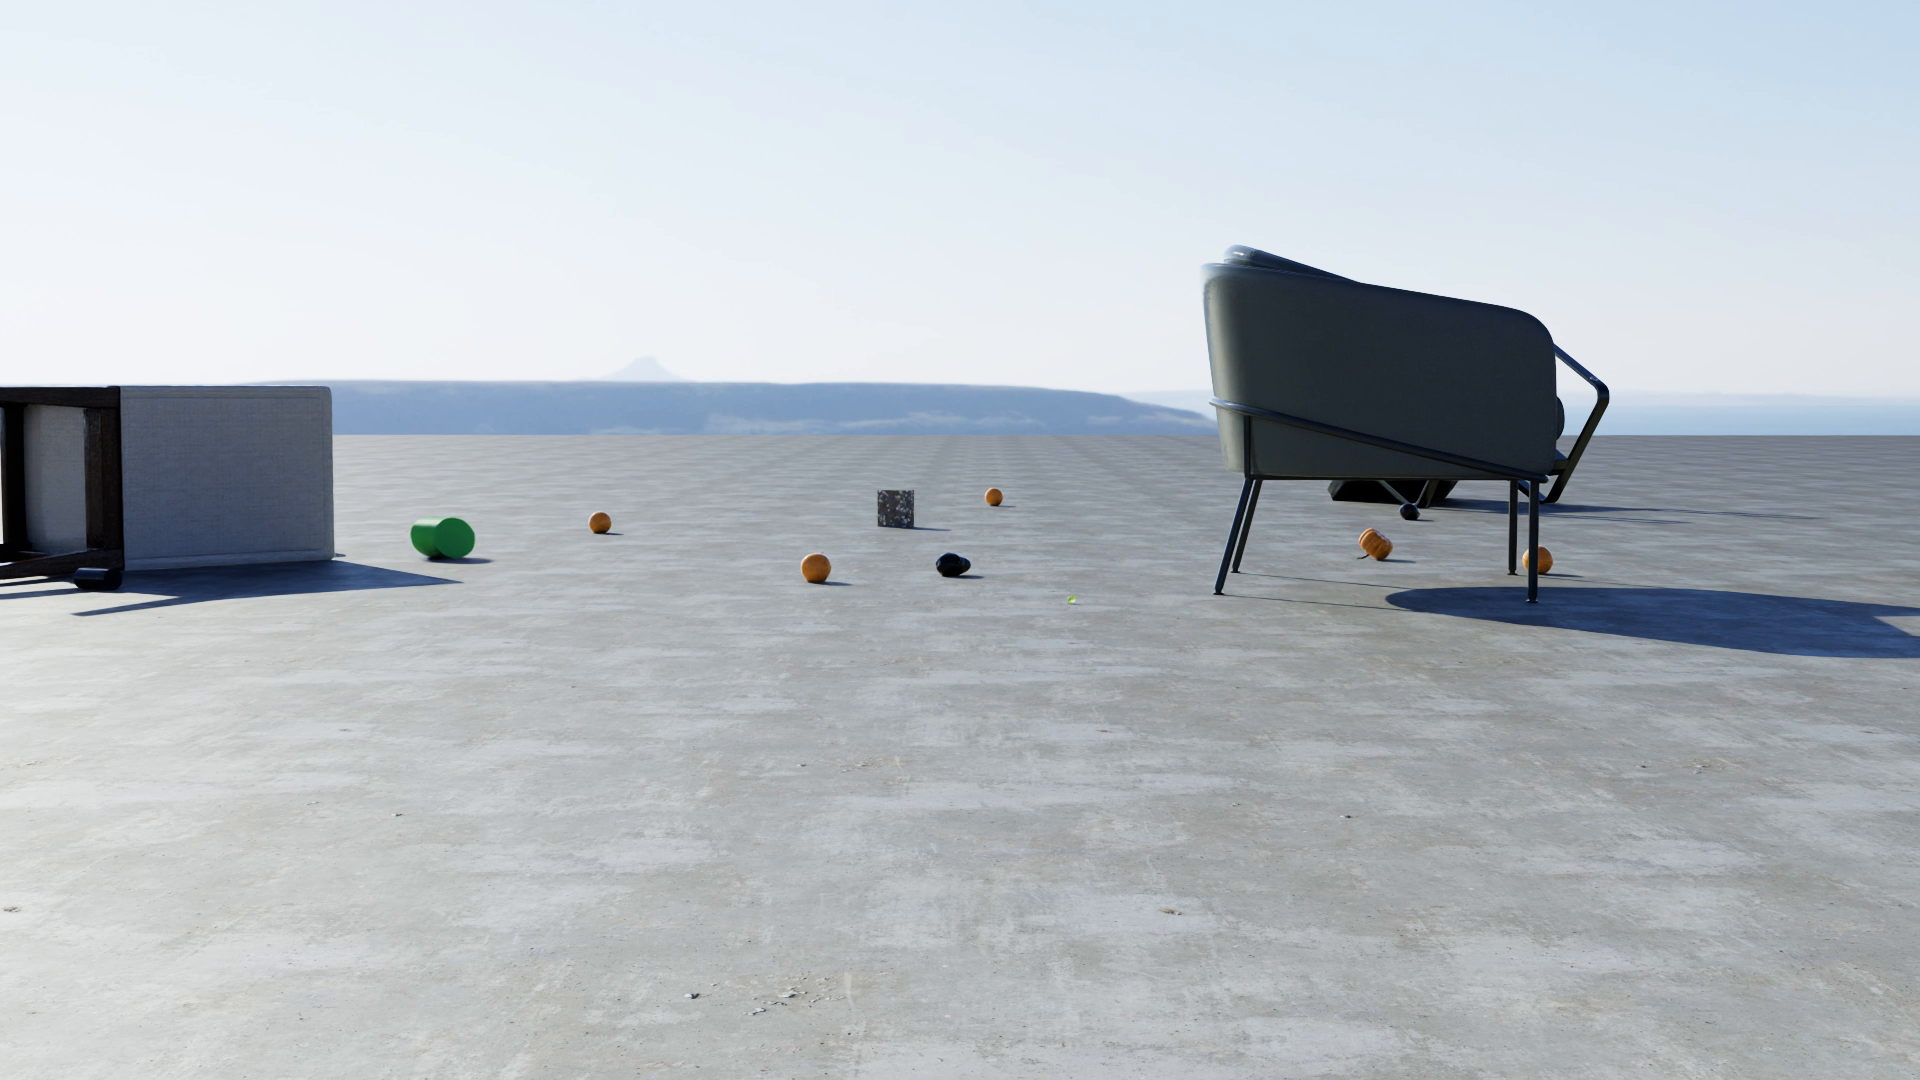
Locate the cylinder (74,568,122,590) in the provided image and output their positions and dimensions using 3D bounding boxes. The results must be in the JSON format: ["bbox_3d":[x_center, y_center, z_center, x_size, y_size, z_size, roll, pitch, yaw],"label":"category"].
[{"bbox_3d":[-1.932,0.087,4.928,0.087,0.049,0.057,2,-1,22],"label":"cylinder"}]

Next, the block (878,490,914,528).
[{"bbox_3d":[-0.210,-0.104,7.184,0.109,0.119,0.049,2,4,26],"label":"block"}]
